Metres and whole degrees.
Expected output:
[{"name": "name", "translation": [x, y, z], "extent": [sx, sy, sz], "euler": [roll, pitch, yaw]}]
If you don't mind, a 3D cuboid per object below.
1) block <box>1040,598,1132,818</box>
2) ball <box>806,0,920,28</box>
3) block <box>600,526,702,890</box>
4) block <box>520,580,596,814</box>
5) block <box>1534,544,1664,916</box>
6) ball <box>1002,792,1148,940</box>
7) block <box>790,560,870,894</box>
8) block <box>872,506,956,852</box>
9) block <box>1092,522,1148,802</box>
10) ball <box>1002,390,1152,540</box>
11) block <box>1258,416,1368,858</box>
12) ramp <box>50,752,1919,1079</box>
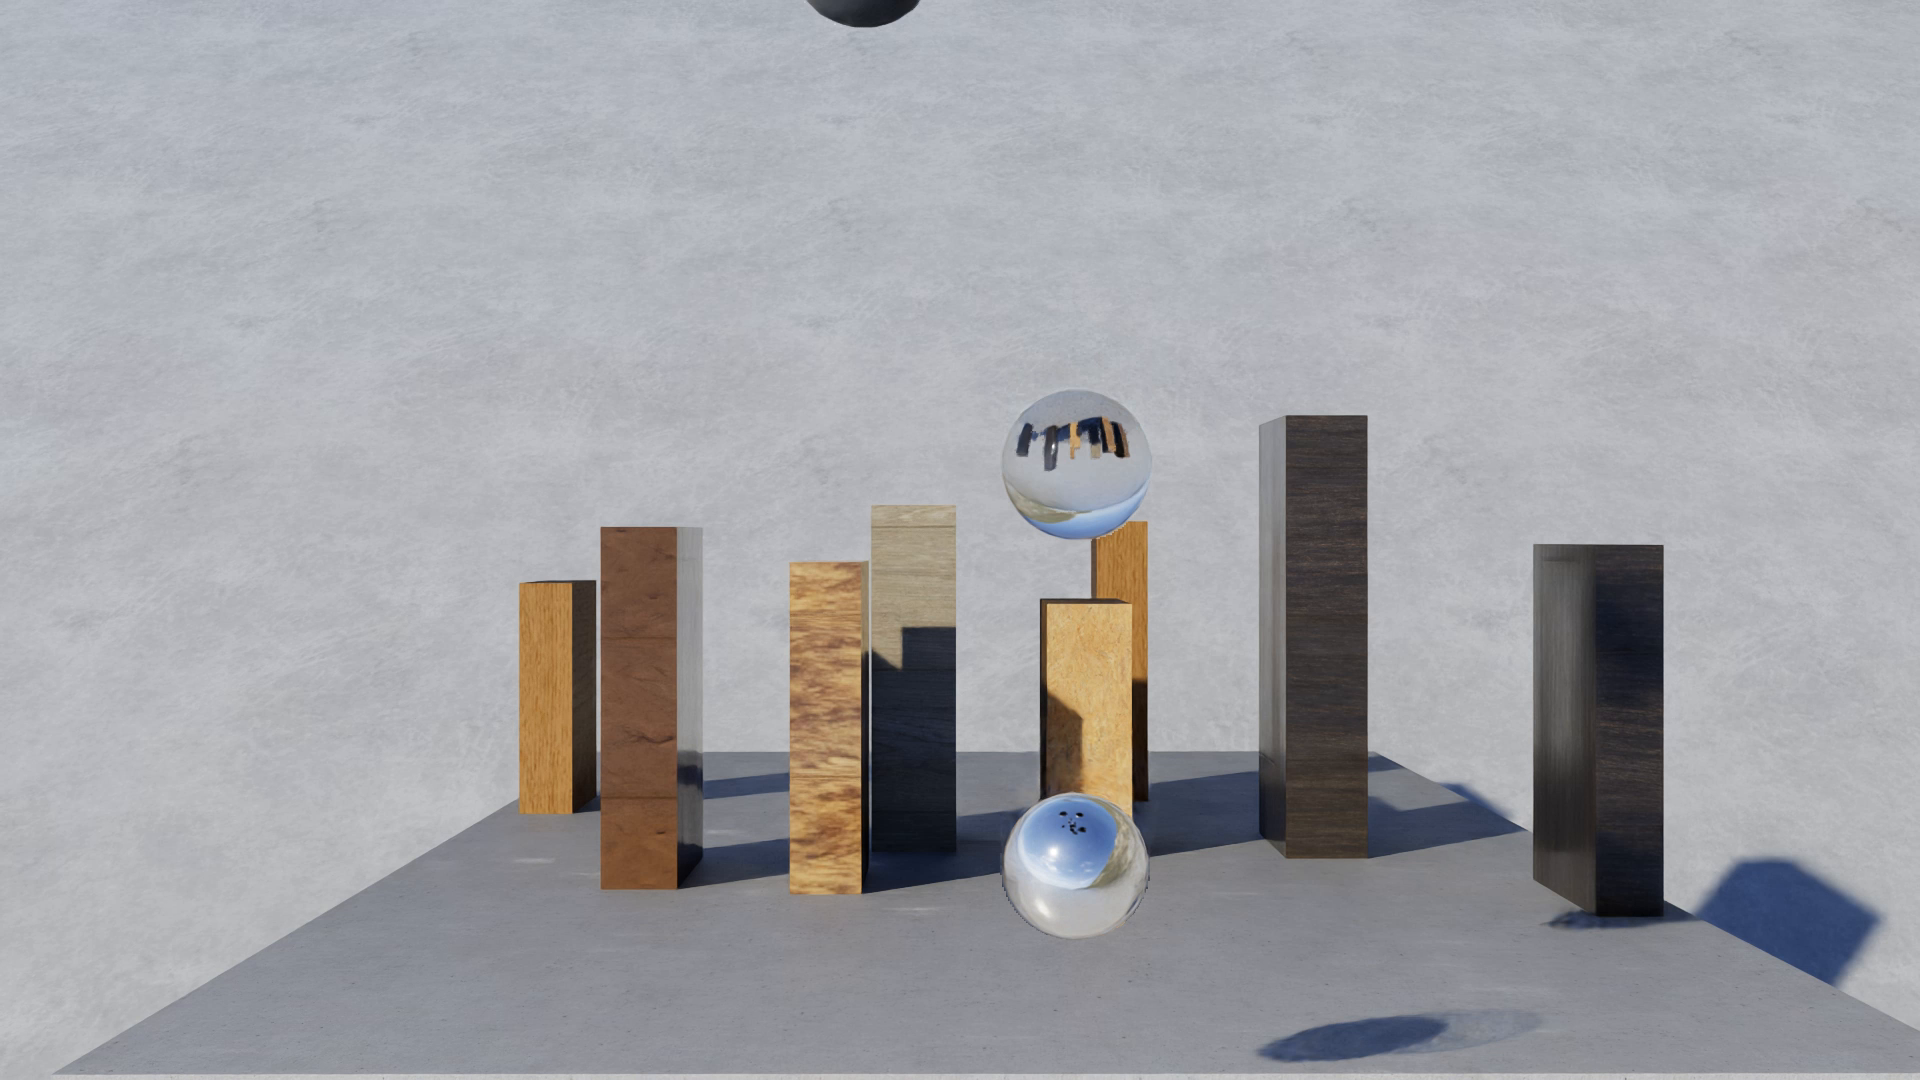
[{"name": "block", "translation": [0.221, 0.327, 4.614], "extent": [0.144, 0.437, 0.409], "euler": [0, 0, 0]}, {"name": "ball", "translation": [-0.096, -0.584, 2.569], "extent": [0.149, 0.149, 0.149], "euler": [0, 30, 0]}, {"name": "block", "translation": [-0.502, 0.262, 4.248], "extent": [0.120, 0.567, 0.407], "euler": [0, 0, 0]}, {"name": "block", "translation": [-0.826, 0.316, 5.330], "extent": [0.105, 0.460, 0.348], "euler": [0, 0, 0]}, {"name": "block", "translation": [0.971, 0.276, 3.953], "extent": [0.099, 0.539, 0.408], "euler": [0, 0, 0]}, {"name": "ball", "translation": [0.110, 0.310, 2.463], "extent": [0.139, 0.139, 0.139], "euler": [0, 30, 0]}, {"name": "block", "translation": [-0.208, 0.290, 4.164], "extent": [0.110, 0.512, 0.351], "euler": [0, 0, 0]}, {"name": "block", "translation": [-0.081, 0.242, 4.677], "extent": [0.148, 0.607, 0.300], "euler": [0, 0, 0]}, {"name": "block", "translation": [0.338, 0.253, 5.504], "extent": [0.105, 0.584, 0.240], "euler": [0, 0, 0]}, {"name": "ball", "translation": [0.125, -0.081, 2.784], "extent": [0.162, 0.162, 0.162], "euler": [0, 30, 0]}, {"name": "block", "translation": [0.628, 0.166, 4.625], "extent": [0.140, 0.759, 0.394], "euler": [0, 0, 0]}, {"name": "ramp", "translation": [0.067, 0.596, 4.652], "extent": [2.000, 0.100, 4.000], "euler": [0, 0, 0]}]
